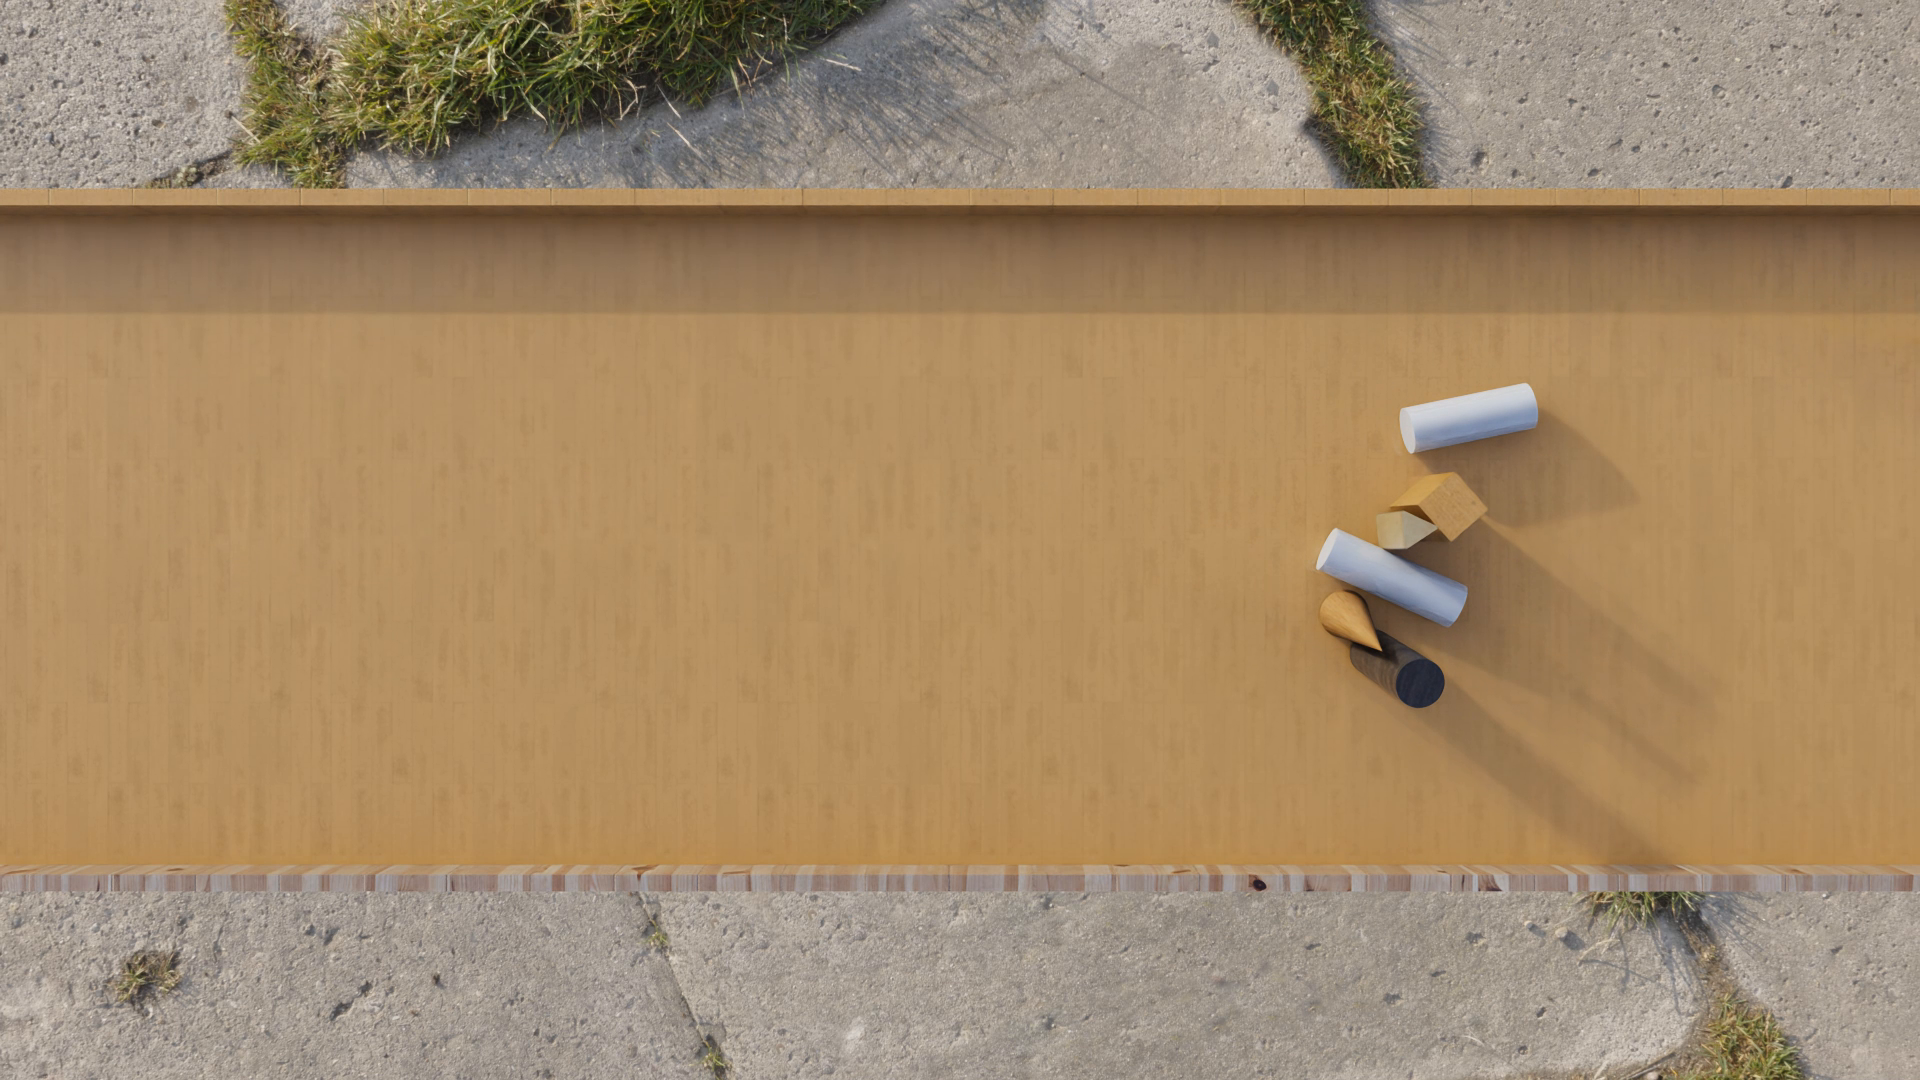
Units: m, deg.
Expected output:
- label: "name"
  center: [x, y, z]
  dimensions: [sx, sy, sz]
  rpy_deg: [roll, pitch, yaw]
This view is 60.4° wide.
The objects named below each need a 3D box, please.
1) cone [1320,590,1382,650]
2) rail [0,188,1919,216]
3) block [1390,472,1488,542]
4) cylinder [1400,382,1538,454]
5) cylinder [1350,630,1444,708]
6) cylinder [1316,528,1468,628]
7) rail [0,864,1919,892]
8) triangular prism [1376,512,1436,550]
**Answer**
- label: "cone"
  center: [1.185, 0.270, 4.855]
  dimensions: [0.151, 0.422, 0.151]
  rpy_deg: [0, 102, -2]
- label: "rail"
  center: [-2.247, -1.025, 5.002]
  dimensions: [12.000, 0.150, 0.050]
  rpy_deg: [0, 90, 0]
- label: "block"
  center: [1.423, -0.096, 4.917]
  dimensions: [0.144, 0.319, 0.144]
  rpy_deg: [-41, 90, 0]
- label: "cylinder"
  center: [1.542, -0.370, 5.006]
  dimensions: [0.376, 0.141, 0.141]
  rpy_deg: [-12, 90, 0]
- label: "cylinder"
  center: [1.284, 0.375, 4.864]
  dimensions: [0.143, 0.406, 0.143]
  rpy_deg: [-1, 99, -5]
- label: "cylinder"
  center: [1.310, 0.114, 5.008]
  dimensions: [0.430, 0.139, 0.139]
  rpy_deg: [24, 90, 0]
- label: "rail"
  center: [-2.247, 1.025, 5.001]
  dimensions: [12.000, 0.150, 0.050]
  rpy_deg: [0, 90, 0]
- label: "triangular prism"
  center: [1.301, -0.043, 4.895]
  dimensions: [0.109, 0.360, 0.094]
  rpy_deg: [-34, 88, 2]
